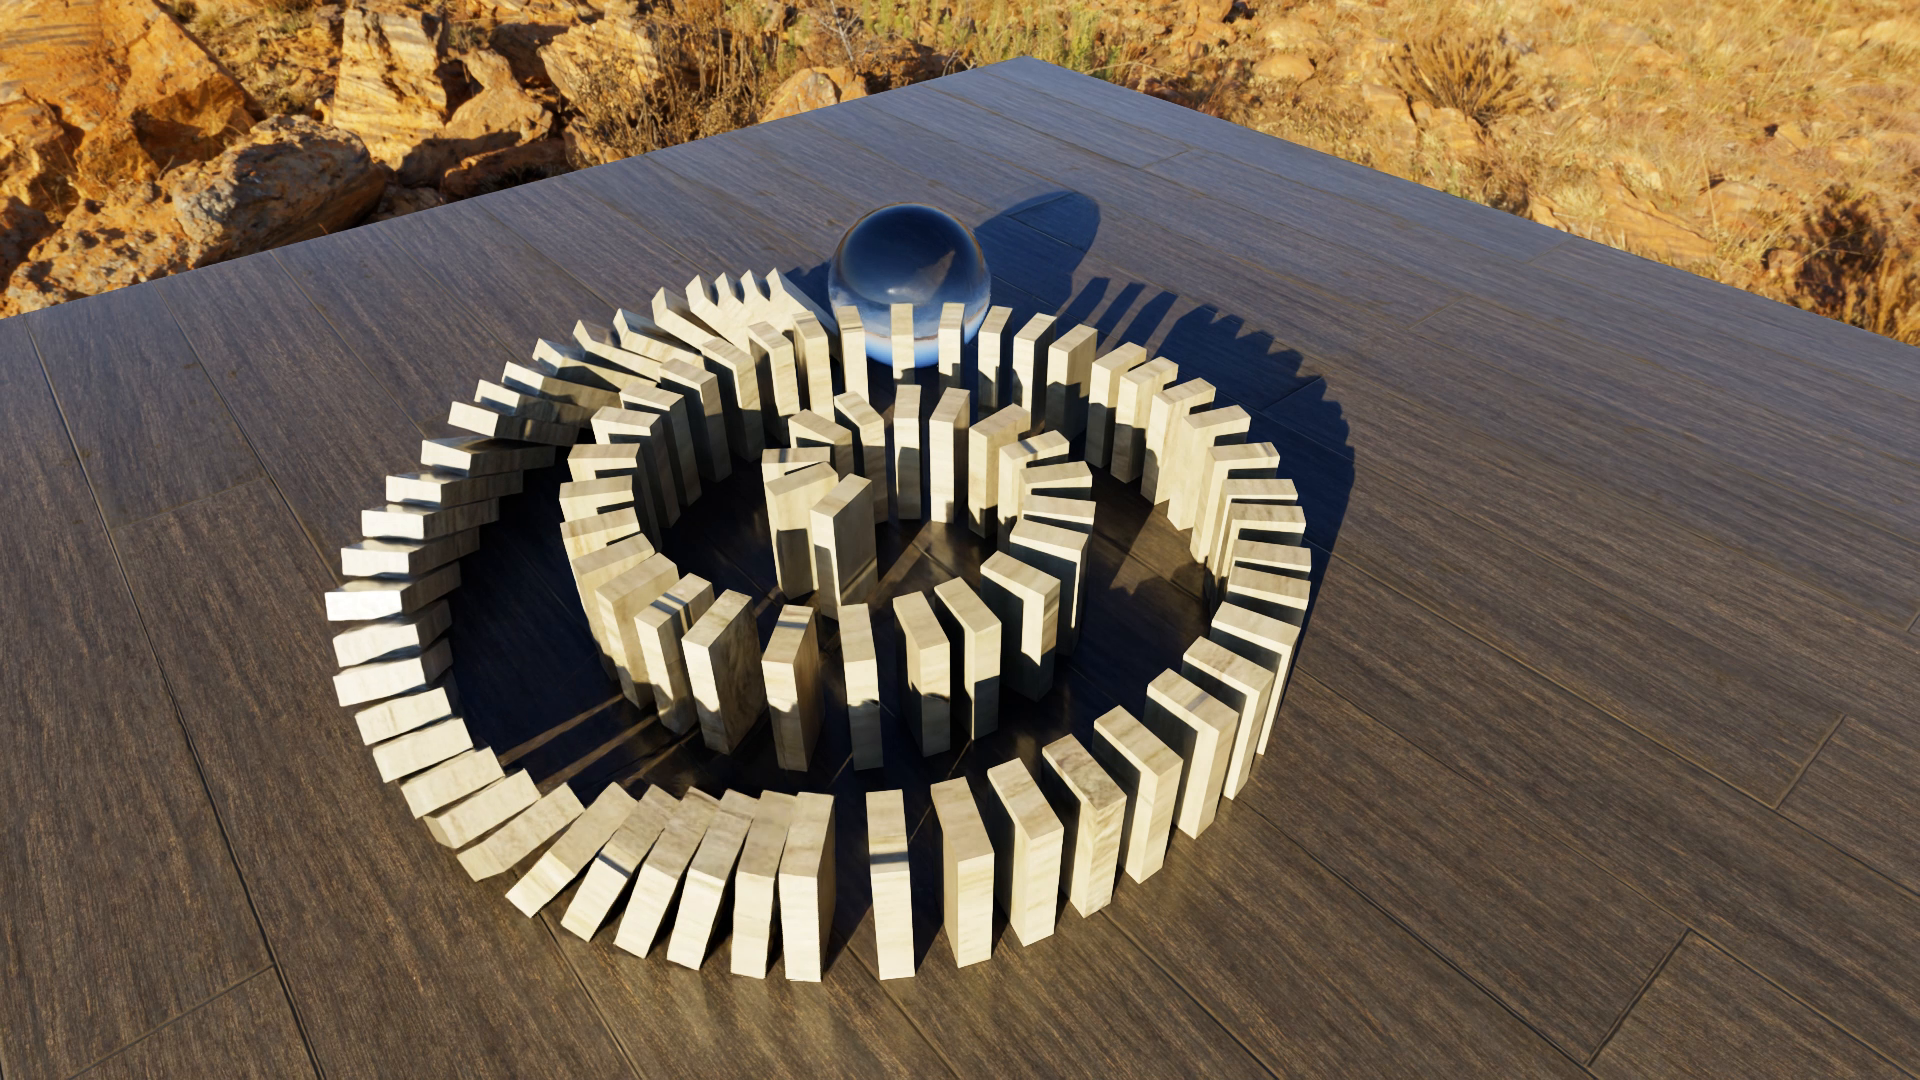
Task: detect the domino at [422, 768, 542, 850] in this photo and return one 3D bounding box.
[{"bbox_3d":[-0.141,0.078,0.323,0.025,0.010,0.050,-31,6,-32],"label":"domino"}]

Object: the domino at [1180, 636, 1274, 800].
[{"bbox_3d":[0.080,0.056,0.343,0.025,0.050,0.010,27,47,29],"label":"domino"}]

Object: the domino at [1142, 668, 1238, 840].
[{"bbox_3d":[0.067,0.065,0.332,0.010,0.050,0.025,-32,49,-33],"label":"domino"}]

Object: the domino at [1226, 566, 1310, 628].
[{"bbox_3d":[0.100,0.033,0.371,0.025,0.050,0.009,12,41,14],"label":"domino"}]

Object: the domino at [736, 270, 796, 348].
[{"bbox_3d":[-0.089,-0.111,0.552,0.009,0.050,0.025,-41,40,14],"label":"domino"}]

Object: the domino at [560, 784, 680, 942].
[{"bbox_3d":[-0.094,0.090,0.303,0.009,0.050,0.025,35,44,-3],"label":"domino"}]

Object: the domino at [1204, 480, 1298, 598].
[{"bbox_3d":[0.108,0.000,0.411,0.025,0.050,0.010,0,39,0],"label":"domino"}]

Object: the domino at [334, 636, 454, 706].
[{"bbox_3d":[-0.189,0.043,0.369,0.025,0.010,0.050,-12,6,-15],"label":"domino"}]

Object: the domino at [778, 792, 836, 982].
[{"bbox_3d":[-0.041,0.094,0.296,0.009,0.050,0.025,6,40,2],"label":"domino"}]

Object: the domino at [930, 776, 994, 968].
[{"bbox_3d":[0.000,0.091,0.300,0.010,0.050,0.025,-11,41,-13],"label":"domino"}]

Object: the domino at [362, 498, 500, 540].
[{"bbox_3d":[-0.209,-0.010,0.437,0.025,0.010,0.050,5,11,9],"label":"domino"}]

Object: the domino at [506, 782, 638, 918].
[{"bbox_3d":[-0.109,0.087,0.308,0.009,0.050,0.025,43,46,-5],"label":"domino"}]

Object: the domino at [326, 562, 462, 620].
[{"bbox_3d":[-0.206,0.018,0.404,0.025,0.009,0.050,-1,11,-2],"label":"domino"}]

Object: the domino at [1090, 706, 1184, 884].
[{"bbox_3d":[0.049,0.075,0.320,0.010,0.050,0.025,-26,46,-28],"label":"domino"}]

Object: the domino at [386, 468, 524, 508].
[{"bbox_3d":[-0.207,-0.023,0.453,0.025,0.009,0.050,8,12,14],"label":"domino"}]

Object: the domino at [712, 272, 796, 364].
[{"bbox_3d":[-0.101,-0.110,0.550,0.009,0.050,0.025,-41,40,14],"label":"domino"}]

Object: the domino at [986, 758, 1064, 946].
[{"bbox_3d":[0.017,0.087,0.305,0.009,0.050,0.025,-16,42,-19],"label":"domino"}]

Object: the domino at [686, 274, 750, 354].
[{"bbox_3d":[-0.113,-0.108,0.548,0.009,0.050,0.025,-41,40,14],"label":"domino"}]

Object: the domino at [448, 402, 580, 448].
[{"bbox_3d":[-0.194,-0.050,0.482,0.025,0.009,0.050,16,5,20],"label":"domino"}]

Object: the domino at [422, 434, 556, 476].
[{"bbox_3d":[-0.201,-0.037,0.471,0.025,0.009,0.050,15,14,18],"label":"domino"}]

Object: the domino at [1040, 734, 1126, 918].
[{"bbox_3d":[0.033,0.082,0.312,0.010,0.050,0.025,-21,44,-24],"label":"domino"}]

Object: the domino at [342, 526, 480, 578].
[{"bbox_3d":[-0.209,0.003,0.422,0.025,0.010,0.050,4,12,5],"label":"domino"}]

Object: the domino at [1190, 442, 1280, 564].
[{"bbox_3d":[0.106,-0.014,0.428,0.025,0.050,0.009,-5,40,-6],"label":"domino"}]

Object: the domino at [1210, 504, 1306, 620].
[{"bbox_3d":[0.107,0.010,0.399,0.025,0.050,0.010,3,39,4],"label":"domino"}]

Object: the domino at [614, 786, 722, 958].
[{"bbox_3d":[-0.080,0.091,0.300,0.010,0.050,0.025,27,42,-2],"label":"domino"}]

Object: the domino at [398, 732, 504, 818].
[{"bbox_3d":[-0.156,0.071,0.335,0.025,0.009,0.050,-26,8,-28],"label":"domino"}]

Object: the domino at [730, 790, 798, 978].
[{"bbox_3d":[-0.053,0.093,0.297,0.009,0.050,0.025,12,40,-1],"label":"domino"}]

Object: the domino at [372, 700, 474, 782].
[{"bbox_3d":[-0.168,0.062,0.346,0.025,0.009,0.050,-21,8,-24],"label":"domino"}]

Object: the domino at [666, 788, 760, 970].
[{"bbox_3d":[-0.067,0.093,0.298,0.010,0.050,0.025,21,41,-2],"label":"domino"}]

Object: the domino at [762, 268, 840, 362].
[{"bbox_3d":[-0.076,-0.113,0.553,0.009,0.050,0.025,-41,40,14],"label":"domino"}]

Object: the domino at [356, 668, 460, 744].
[{"bbox_3d":[-0.178,0.053,0.357,0.025,0.009,0.050,-18,7,-21],"label":"domino"}]

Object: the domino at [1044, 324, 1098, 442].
[{"bbox_3d":[0.050,-0.069,0.495,0.009,0.050,0.025,25,45,27],"label":"domino"}]

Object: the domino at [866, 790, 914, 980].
[{"bbox_3d":[-0.019,0.094,0.297,0.009,0.050,0.025,-4,40,-5],"label":"domino"}]

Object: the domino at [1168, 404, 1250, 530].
[{"bbox_3d":[0.101,-0.029,0.447,0.025,0.050,0.009,-13,41,-16],"label":"domino"}]

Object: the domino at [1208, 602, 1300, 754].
[{"bbox_3d":[0.092,0.045,0.356,0.025,0.050,0.009,20,43,22],"label":"domino"}]

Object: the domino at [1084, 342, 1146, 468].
[{"bbox_3d":[0.068,-0.059,0.483,0.010,0.050,0.025,32,49,33],"label":"domino"}]

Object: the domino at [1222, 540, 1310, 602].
[{"bbox_3d":[0.104,0.024,0.383,0.025,0.050,0.009,8,40,9],"label":"domino"}]

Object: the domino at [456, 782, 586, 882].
[{"bbox_3d":[-0.126,0.084,0.314,0.025,0.050,0.009,-37,94,-37],"label":"domino"}]

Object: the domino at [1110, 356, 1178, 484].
[{"bbox_3d":[0.079,-0.051,0.474,0.025,0.050,0.009,-28,47,-30],"label":"domino"}]

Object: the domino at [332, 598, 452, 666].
[{"bbox_3d":[-0.197,0.032,0.385,0.025,0.010,0.050,-10,9,-12],"label":"domino"}]

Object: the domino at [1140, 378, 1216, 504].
[{"bbox_3d":[0.091,-0.041,0.462,0.025,0.050,0.010,-22,44,-24],"label":"domino"}]
